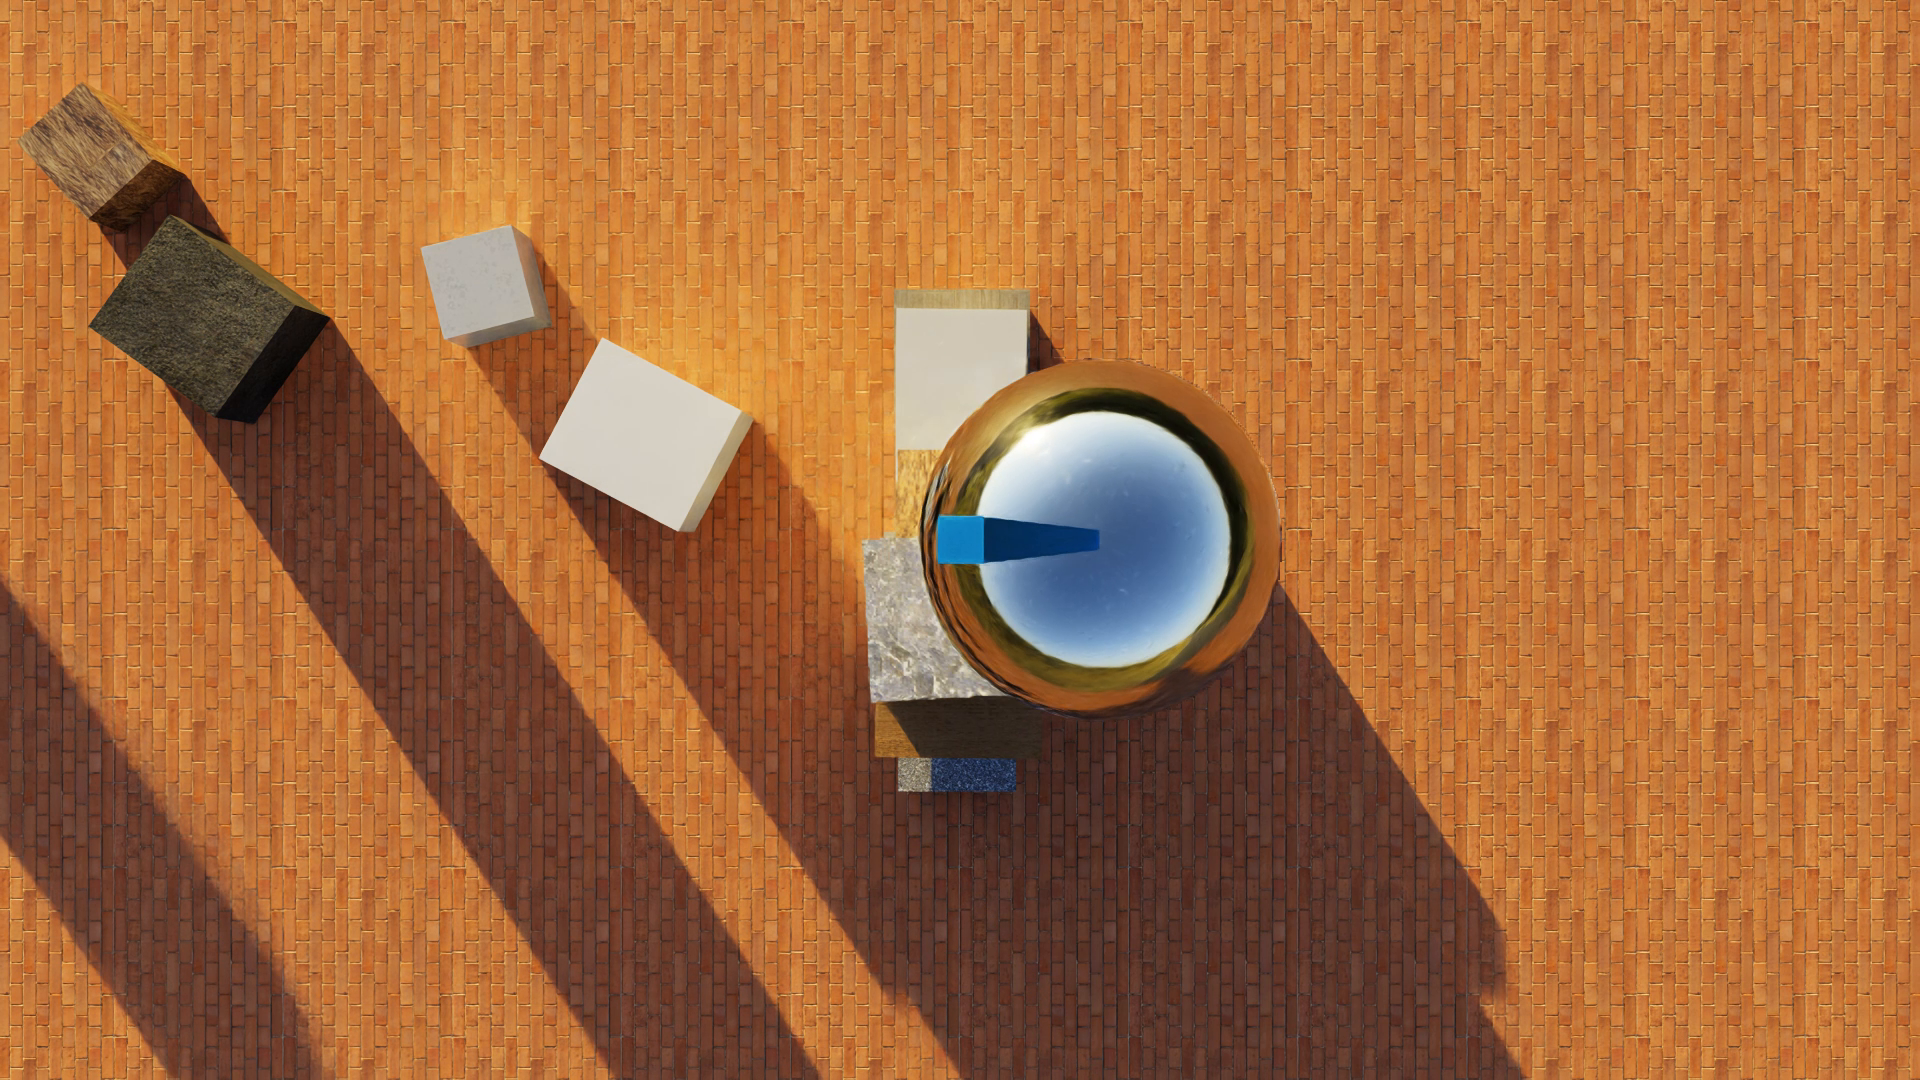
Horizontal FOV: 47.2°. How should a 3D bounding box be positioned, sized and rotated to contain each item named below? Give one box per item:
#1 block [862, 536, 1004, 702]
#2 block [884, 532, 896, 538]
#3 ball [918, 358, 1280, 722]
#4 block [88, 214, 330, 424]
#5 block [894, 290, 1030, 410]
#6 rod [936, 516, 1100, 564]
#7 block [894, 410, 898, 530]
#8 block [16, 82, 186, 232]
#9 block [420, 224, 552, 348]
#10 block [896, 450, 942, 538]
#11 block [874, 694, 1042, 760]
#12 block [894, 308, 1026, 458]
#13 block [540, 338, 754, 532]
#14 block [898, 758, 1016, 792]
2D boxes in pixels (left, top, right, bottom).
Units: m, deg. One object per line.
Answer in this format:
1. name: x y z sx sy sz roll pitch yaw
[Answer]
1. block: -0.052 0.369 11.030 0.800 0.813 0.787 -3 90 0
2. block: -0.021 0.311 12.593 0.798 0.813 0.707 0 90 0
3. ball: 0.613 0.000 9.741 1.600 1.600 1.600 0 90 0
4. block: -4.298 -1.255 12.652 0.871 0.697 0.775 36 90 0
5. block: 0.010 -1.069 12.646 0.761 0.709 0.666 0 90 0
6. rod: 0.266 0.000 6.359 0.080 5.200 0.080 0 90 6
7. block: 0.012 -0.390 12.633 0.749 0.734 0.671 0 90 0
8. block: -4.967 -2.211 12.739 0.506 0.522 0.600 -43 90 0
9. block: -2.728 -1.459 12.715 0.528 0.569 0.535 -14 90 0
10. block: -0.043 -0.113 11.853 0.582 0.682 0.605 1 79 0
11. block: -0.003 0.696 11.812 0.871 0.750 0.877 1 90 0
12. block: 0.005 -0.829 11.949 0.689 0.645 0.756 1 87 0
13. block: -1.780 -0.587 12.621 0.878 0.759 0.760 28 90 0
14. block: -0.016 1.037 12.625 0.657 0.749 0.727 0 90 0
